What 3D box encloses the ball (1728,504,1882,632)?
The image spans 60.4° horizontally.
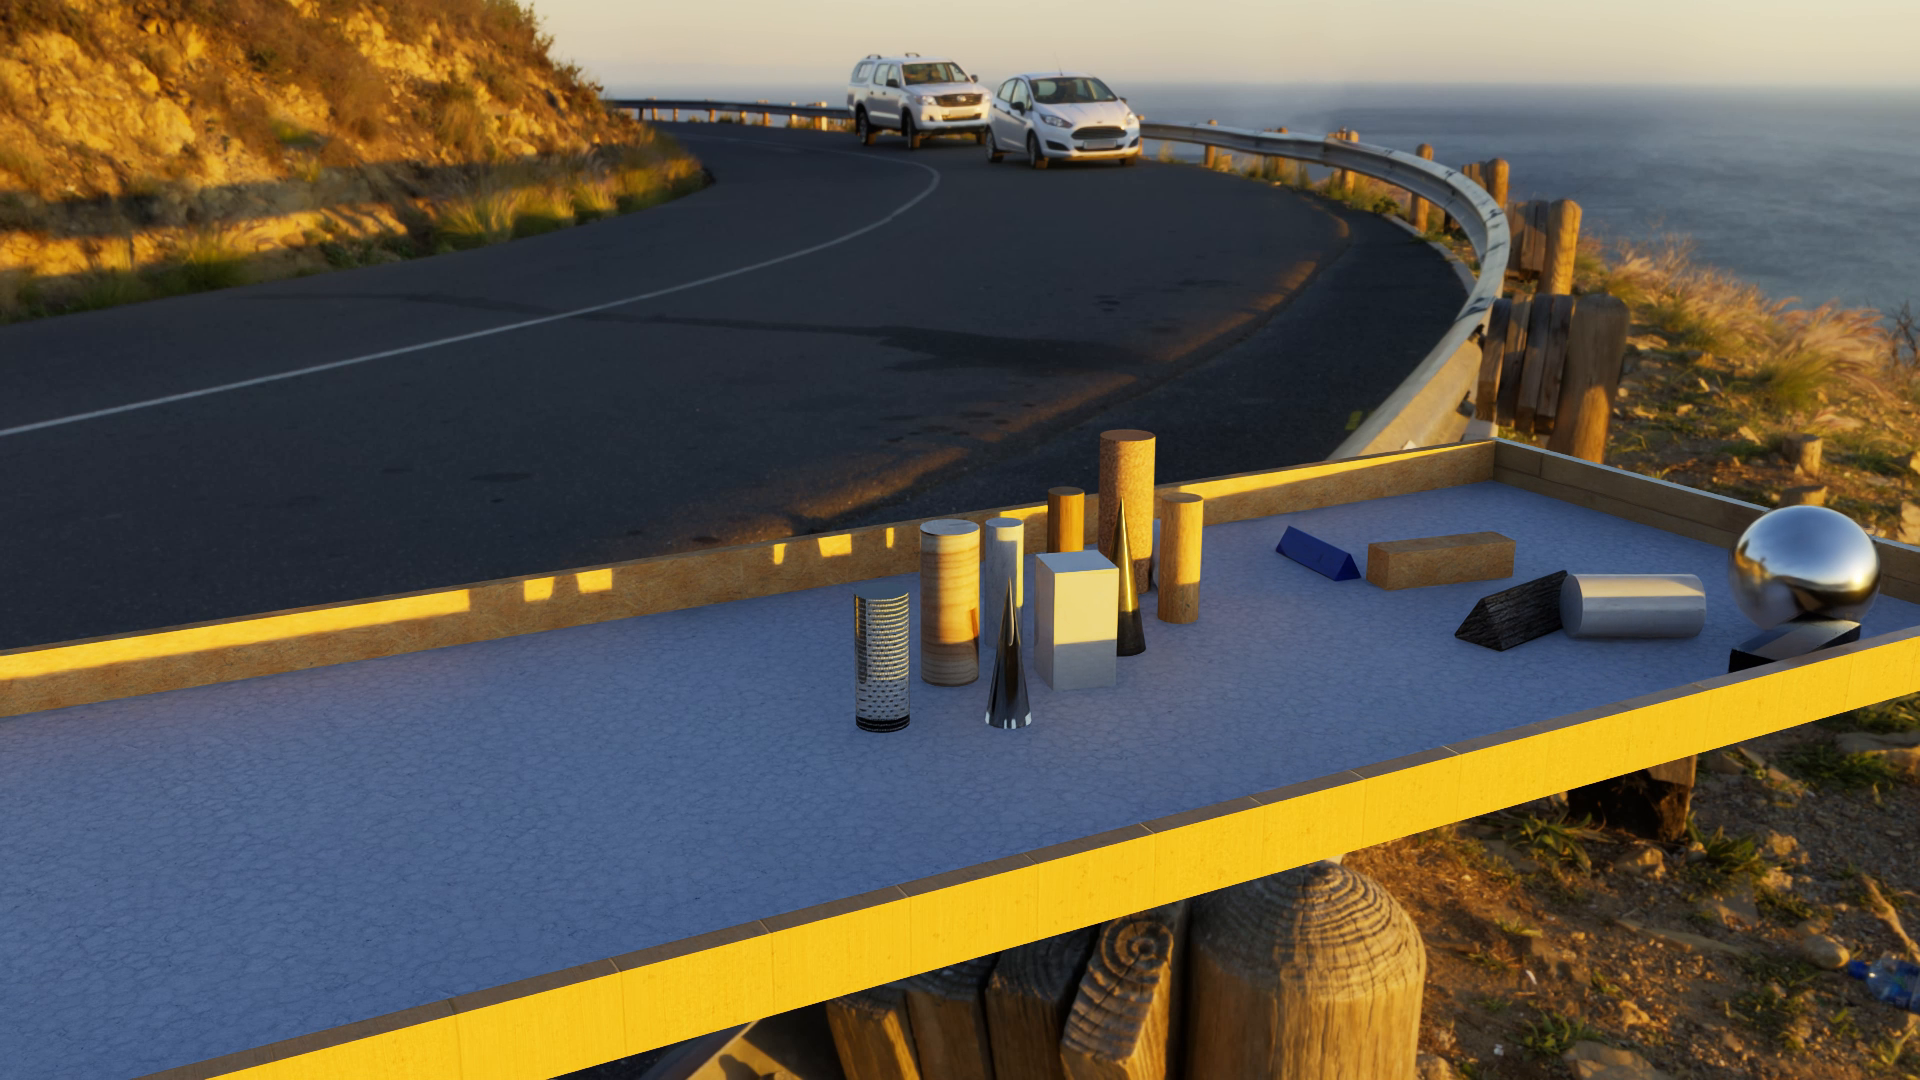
[{"bbox_3d":[2.252,0.088,4.404,0.367,0.367,0.367,0,16,0],"label":"ball"}]

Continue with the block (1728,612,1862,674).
[{"bbox_3d":[2.071,0.301,4.096,0.429,0.132,0.132,-14,21,-39],"label":"block"}]

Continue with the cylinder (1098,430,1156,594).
[{"bbox_3d":[0.484,-0.081,4.816,0.159,0.460,0.159,0,16,0],"label":"cylinder"}]

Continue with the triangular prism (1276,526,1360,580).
[{"bbox_3d":[1.103,0.035,5.085,0.092,0.080,0.331,-7,18,-20],"label":"triangular prism"}]

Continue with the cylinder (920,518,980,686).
[{"bbox_3d":[-0.025,0.157,4.124,0.148,0.393,0.148,0,16,0],"label":"cylinder"}]

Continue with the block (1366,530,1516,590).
[{"bbox_3d":[1.443,0.061,4.946,0.434,0.113,0.113,-5,17,-17],"label":"block"}]

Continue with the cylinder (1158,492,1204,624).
[{"bbox_3d":[0.610,0.050,4.573,0.114,0.346,0.114,0,16,0],"label":"cylinder"}]

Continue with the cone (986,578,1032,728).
[{"bbox_3d":[0.115,0.253,3.855,0.109,0.361,0.109,0,16,0],"label":"cone"}]

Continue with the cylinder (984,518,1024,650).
[{"bbox_3d":[0.116,0.115,4.367,0.101,0.336,0.101,0,16,0],"label":"cylinder"}]

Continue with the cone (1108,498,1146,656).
[{"bbox_3d":[0.419,0.082,4.329,0.150,0.421,0.150,0,16,0],"label":"cone"}]

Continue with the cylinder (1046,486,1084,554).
[{"bbox_3d":[0.293,0.035,4.604,0.101,0.355,0.101,0,16,0],"label":"cylinder"}]

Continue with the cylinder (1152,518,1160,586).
[{"bbox_3d":[0.624,0.044,5.005,0.112,0.112,0.413,0,16,2],"label":"cylinder"}]

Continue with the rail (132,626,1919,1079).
[{"bbox_3d":[-2.336,1.006,1.665,12.000,0.150,0.050,-9,18,-27],"label":"rail"}]

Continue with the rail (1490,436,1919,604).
[{"bbox_3d":[2.466,-0.048,5.253,0.050,0.150,2.100,-9,18,-27],"label":"rail"}]

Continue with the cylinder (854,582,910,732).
[{"bbox_3d":[-0.182,0.274,3.846,0.128,0.325,0.128,0,16,0],"label":"cylinder"}]

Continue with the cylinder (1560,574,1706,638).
[{"bbox_3d":[1.812,0.177,4.450,0.327,0.170,0.170,0,16,0],"label":"cylinder"}]

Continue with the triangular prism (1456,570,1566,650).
[{"bbox_3d":[1.537,0.180,4.506,0.397,0.127,0.147,-13,21,-38],"label":"triangular prism"}]

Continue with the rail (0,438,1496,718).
[{"bbox_3d":[-3.305,0.497,3.399,12.000,0.150,0.050,-9,18,-27],"label":"rail"}]

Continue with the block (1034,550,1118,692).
[{"bbox_3d":[0.289,0.199,4.134,0.164,0.306,0.164,-4,17,-14],"label":"block"}]
